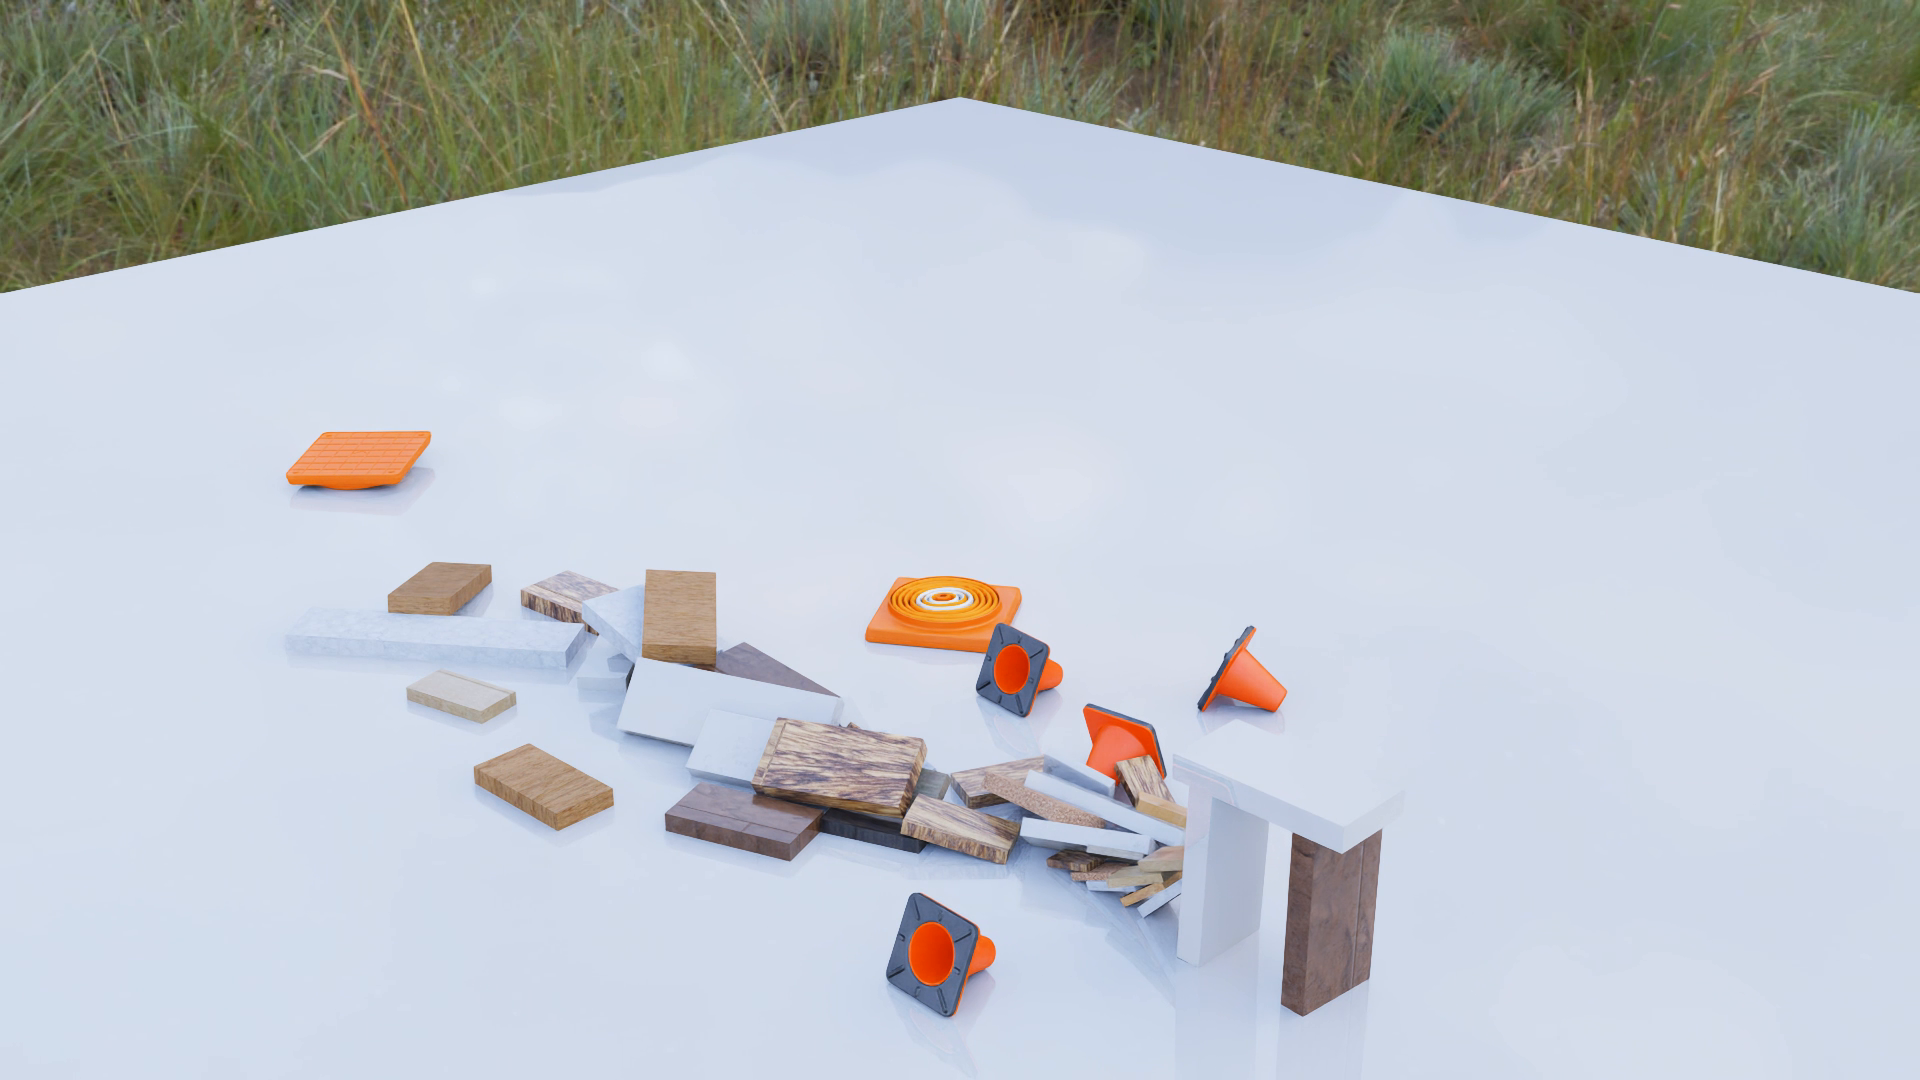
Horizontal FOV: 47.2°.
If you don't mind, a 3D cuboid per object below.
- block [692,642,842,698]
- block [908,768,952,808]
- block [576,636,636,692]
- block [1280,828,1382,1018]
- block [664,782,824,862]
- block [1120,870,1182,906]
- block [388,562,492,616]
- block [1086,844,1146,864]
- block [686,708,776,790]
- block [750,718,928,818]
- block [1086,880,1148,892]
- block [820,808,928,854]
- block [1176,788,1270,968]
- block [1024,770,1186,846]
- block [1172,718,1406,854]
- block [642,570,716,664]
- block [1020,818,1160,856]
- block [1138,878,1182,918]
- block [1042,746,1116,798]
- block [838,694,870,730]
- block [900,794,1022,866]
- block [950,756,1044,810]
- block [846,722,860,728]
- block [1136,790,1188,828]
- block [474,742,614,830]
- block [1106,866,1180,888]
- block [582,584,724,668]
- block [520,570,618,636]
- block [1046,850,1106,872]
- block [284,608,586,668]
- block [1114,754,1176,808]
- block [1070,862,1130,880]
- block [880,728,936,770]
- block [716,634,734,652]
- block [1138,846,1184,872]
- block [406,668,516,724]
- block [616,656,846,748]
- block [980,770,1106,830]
[{"bbox_3d":[-0.413,0.336,4.803,0.325,0.046,0.162,27,34,31],"label":"block"},{"bbox_3d":[-0.118,0.502,4.472,0.184,0.026,0.092,11,63,28],"label":"block"},{"bbox_3d":[-0.799,0.281,5.058,0.112,0.032,0.223,2,23,4],"label":"block"},{"bbox_3d":[0.646,0.631,3.813,0.180,0.359,0.051,-19,29,-37],"label":"block"},{"bbox_3d":[-0.430,0.560,4.389,0.283,0.040,0.141,10,25,22],"label":"block"},{"bbox_3d":[0.361,0.650,4.109,0.063,0.018,0.125,-22,-9,-41],"label":"block"},{"bbox_3d":[-1.268,0.117,5.373,0.153,0.043,0.306,3,15,6],"label":"block"},{"bbox_3d":[0.298,0.598,4.179,0.107,0.015,0.054,7,-15,13],"label":"block"},{"bbox_3d":[-0.397,0.448,4.558,0.318,0.040,0.141,9,60,21],"label":"block"},{"bbox_3d":[-0.243,0.459,4.445,0.323,0.046,0.162,6,55,20],"label":"block"},{"bbox_3d":[0.305,0.644,4.161,0.063,0.018,0.125,-22,9,-41],"label":"block"},{"bbox_3d":[-0.159,0.566,4.388,0.215,0.030,0.108,9,25,21],"label":"block"},{"bbox_3d":[0.477,0.573,3.950,0.051,0.359,0.180,23,32,39],"label":"block"},{"bbox_3d":[0.306,0.536,4.344,0.353,0.035,0.125,19,-2,30],"label":"block"},{"bbox_3d":[0.563,0.419,3.787,0.359,0.051,0.180,21,31,40],"label":"block"},{"bbox_3d":[-0.631,0.171,4.953,0.162,0.046,0.323,3,29,-8],"label":"block"},{"bbox_3d":[0.252,0.582,4.253,0.250,0.035,0.125,7,-15,15],"label":"block"},{"bbox_3d":[0.399,0.649,4.072,0.075,0.150,0.021,-22,74,-41],"label":"block"},{"bbox_3d":[0.241,0.487,4.469,0.157,0.078,0.022,26,48,23],"label":"block"},{"bbox_3d":[-0.232,0.393,4.691,0.062,0.018,0.124,-16,64,-39],"label":"block"},{"bbox_3d":[0.003,0.569,4.331,0.215,0.030,0.108,16,27,10],"label":"block"},{"bbox_3d":[0.100,0.500,4.543,0.215,0.030,0.108,-9,25,-20],"label":"block"},{"bbox_3d":[-0.234,0.460,4.565,0.026,0.092,0.185,35,13,-21],"label":"block"},{"bbox_3d":[0.426,0.543,4.365,0.157,0.022,0.078,20,8,1],"label":"block"},{"bbox_3d":[-0.857,0.505,4.519,0.283,0.040,0.141,20,30,39],"label":"block"},{"bbox_3d":[0.340,0.622,4.086,0.125,0.018,0.063,-13,6,38],"label":"block"},{"bbox_3d":[-0.696,0.211,4.960,0.162,0.046,0.325,-17,37,-37],"label":"block"},{"bbox_3d":[-0.906,0.155,5.340,0.306,0.043,0.153,18,29,35],"label":"block"},{"bbox_3d":[0.224,0.619,4.244,0.054,0.015,0.107,-21,14,-42],"label":"block"},{"bbox_3d":[-1.231,0.229,5.166,0.677,0.043,0.153,3,23,7],"label":"block"},{"bbox_3d":[0.380,0.509,4.447,0.078,0.022,0.157,-10,51,-22],"label":"block"},{"bbox_3d":[0.269,0.633,4.197,0.107,0.015,0.054,-9,9,46],"label":"block"},{"bbox_3d":[-0.136,0.467,4.568,0.092,0.026,0.184,-36,41,-20],"label":"block"},{"bbox_3d":[-0.544,0.299,4.933,0.325,0.046,0.162,29,35,34],"label":"block"},{"bbox_3d":[0.406,0.583,4.039,0.075,0.021,0.150,-22,5,-42],"label":"block"},{"bbox_3d":[-1.112,0.347,4.902,0.223,0.032,0.112,13,26,29],"label":"block"},{"bbox_3d":[-0.491,0.374,4.684,0.483,0.162,0.046,10,-15,22],"label":"block"},{"bbox_3d":[0.165,0.522,4.363,0.125,0.035,0.250,22,-2,-36],"label":"block"}]
